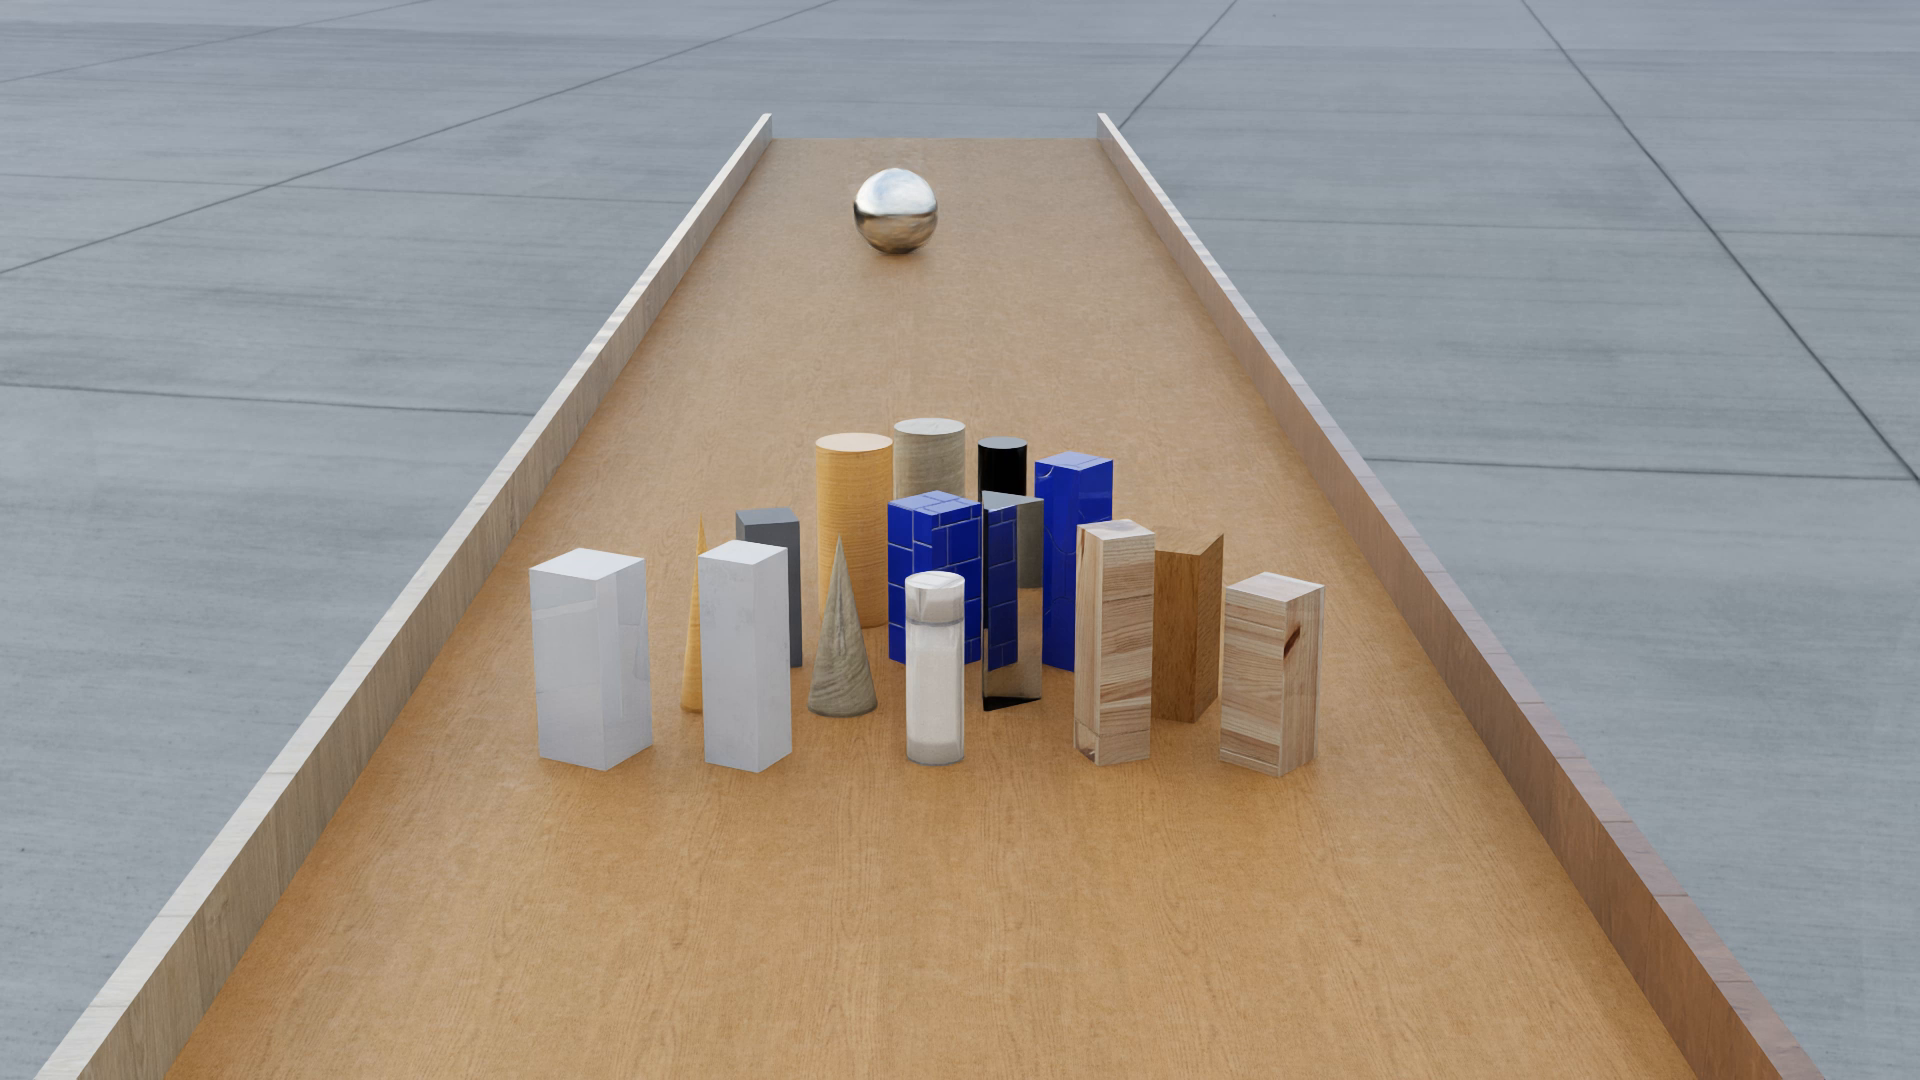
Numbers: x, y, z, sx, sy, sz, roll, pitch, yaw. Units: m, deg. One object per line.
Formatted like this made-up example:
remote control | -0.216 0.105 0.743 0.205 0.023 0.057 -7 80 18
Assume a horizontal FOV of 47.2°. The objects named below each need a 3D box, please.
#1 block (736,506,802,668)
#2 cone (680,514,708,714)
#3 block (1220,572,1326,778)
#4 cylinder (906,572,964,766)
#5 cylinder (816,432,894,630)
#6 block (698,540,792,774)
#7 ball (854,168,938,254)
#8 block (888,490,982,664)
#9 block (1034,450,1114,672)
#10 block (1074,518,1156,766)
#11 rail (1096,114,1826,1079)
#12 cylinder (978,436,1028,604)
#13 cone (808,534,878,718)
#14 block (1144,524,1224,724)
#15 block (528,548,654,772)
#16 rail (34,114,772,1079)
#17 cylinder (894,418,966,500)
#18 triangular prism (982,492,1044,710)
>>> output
block | -0.380 0.097 4.372 0.108 0.301 0.108 -4 17 -14
cone | -0.480 0.130 4.121 0.104 0.381 0.104 0 17 0
block | 0.549 0.235 3.872 0.124 0.322 0.124 14 22 40
cylinder | -0.044 0.227 3.885 0.104 0.329 0.104 0 17 0
cylinder | -0.220 -0.020 4.619 0.160 0.384 0.160 0 17 0
block | -0.377 0.204 3.870 0.112 0.382 0.112 8 18 26
ball | -0.269 -1.381 9.243 0.358 0.358 0.358 0 17 0
block | -0.050 0.083 4.375 0.131 0.327 0.131 -15 22 -40
block | 0.223 0.043 4.359 0.109 0.413 0.109 14 21 38
block | 0.271 0.181 3.886 0.101 0.417 0.101 -7 18 -22
rail | 0.932 -0.844 7.801 0.050 0.150 12.000 0 17 -1
cylinder | 0.089 -0.021 4.632 0.103 0.380 0.103 0 17 0
cone | -0.223 0.149 4.124 0.135 0.344 0.135 0 17 0
block | 0.393 0.155 4.132 0.156 0.327 0.156 7 18 22
block | -0.653 0.210 3.904 0.144 0.351 0.144 9 19 27
rail | -1.118 -0.838 7.780 0.050 0.150 12.000 0 17 -1
cylinder | -0.067 -0.079 4.869 0.156 0.356 0.156 0 17 0
triangular prism | 0.073 0.110 4.163 0.128 0.395 0.111 -10 19 -30
